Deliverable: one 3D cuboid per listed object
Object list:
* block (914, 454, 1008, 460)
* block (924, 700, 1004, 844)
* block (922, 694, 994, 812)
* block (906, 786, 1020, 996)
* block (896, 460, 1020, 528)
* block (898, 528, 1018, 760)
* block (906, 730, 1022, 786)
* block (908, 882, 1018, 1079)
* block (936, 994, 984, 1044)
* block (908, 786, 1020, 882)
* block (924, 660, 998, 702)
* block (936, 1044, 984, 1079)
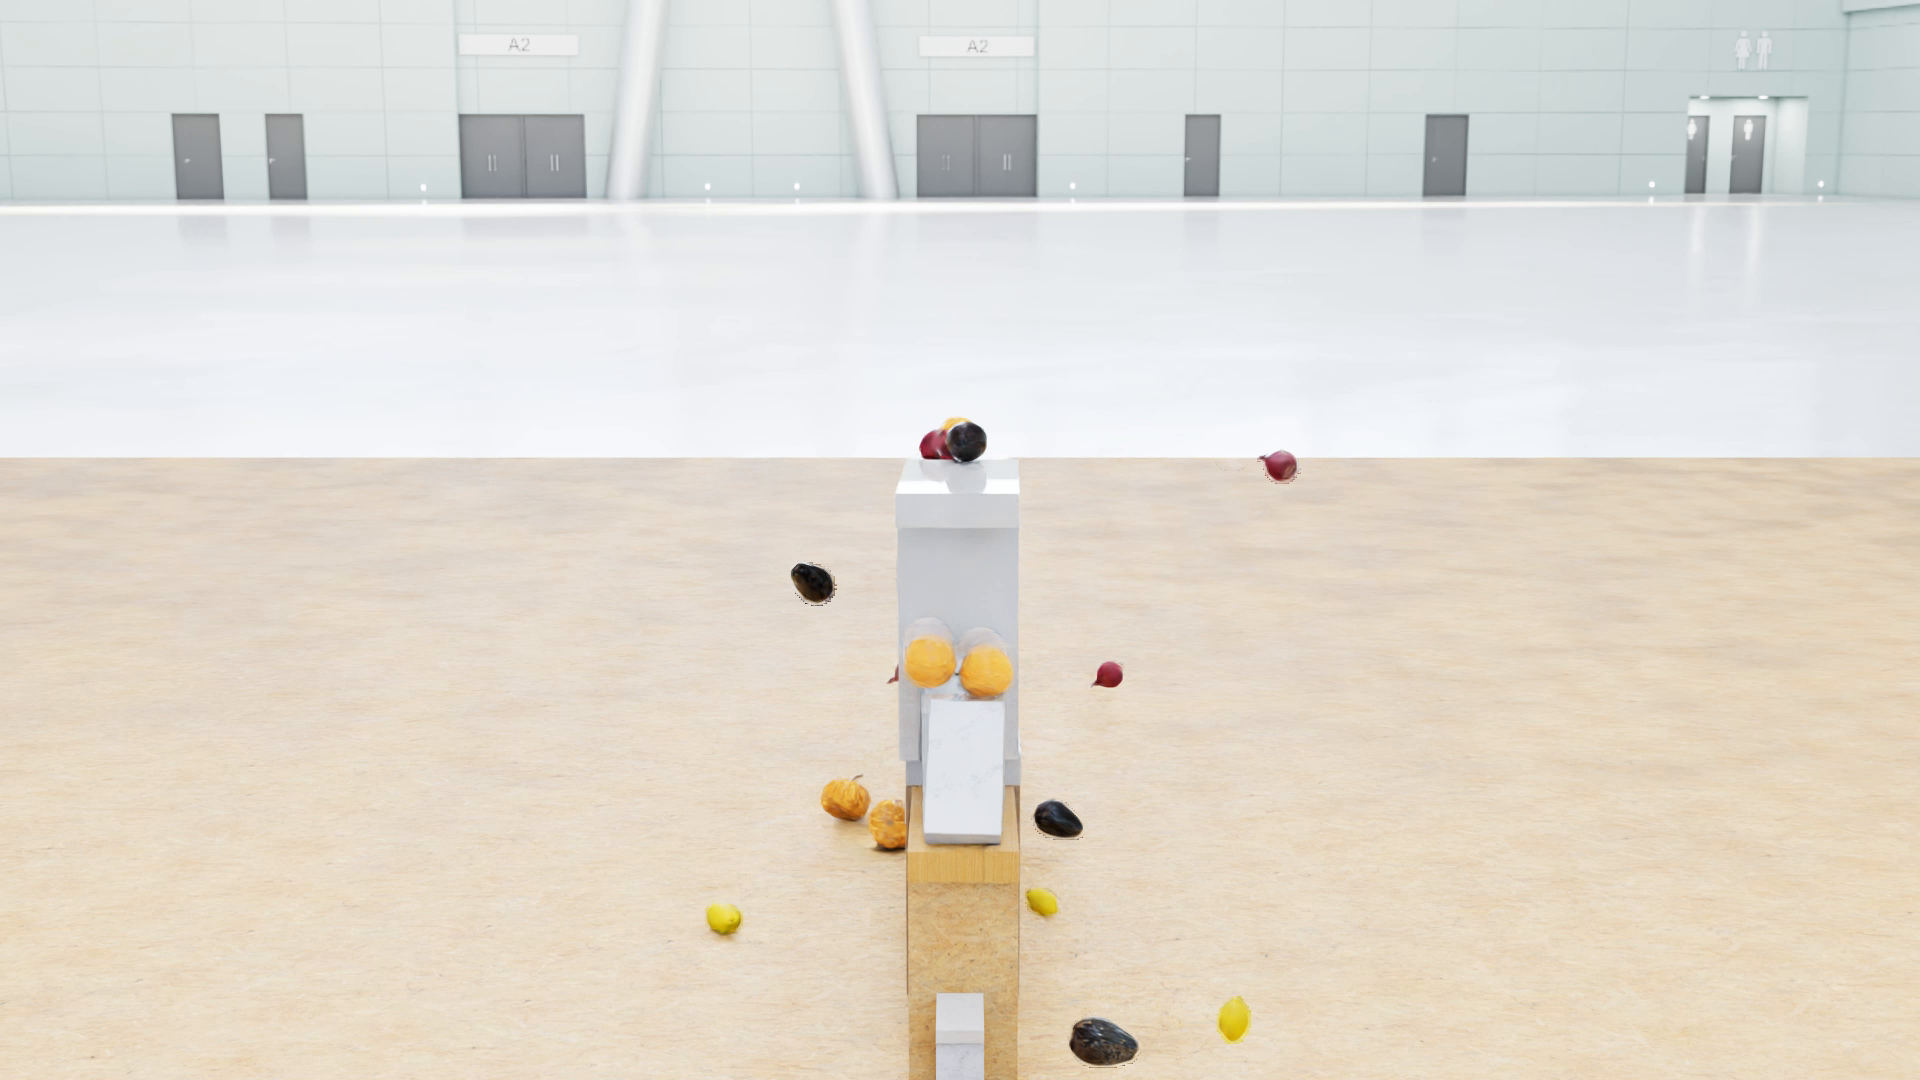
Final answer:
[{"bbox_3d":[0.000,-0.093,3.486,0.153,0.043,0.305,0,11,0],"label":"block"},{"bbox_3d":[0.007,0.308,2.928,0.100,0.028,0.201,1,55,1],"label":"block"},{"bbox_3d":[-0.001,0.301,2.969,0.100,0.028,0.201,0,55,-2],"label":"block"},{"bbox_3d":[0.004,0.503,3.229,0.166,0.331,0.047,0,11,0],"label":"block"},{"bbox_3d":[0.000,-0.069,3.160,0.169,0.048,0.337,0,10,1],"label":"block"},{"bbox_3d":[-0.003,0.139,3.096,0.169,0.337,0.048,0,7,-2],"label":"block"},{"bbox_3d":[0.005,0.297,3.303,0.166,0.047,0.331,0,11,0],"label":"block"},{"bbox_3d":[0.004,0.579,2.936,0.145,0.290,0.041,0,11,0],"label":"block"},{"bbox_3d":[0.000,0.614,2.827,0.061,0.017,0.121,0,11,0],"label":"block"},{"bbox_3d":[0.004,0.399,3.000,0.145,0.041,0.290,0,11,0],"label":"block"},{"bbox_3d":[0.002,0.268,3.046,0.100,0.201,0.028,0,-9,-2],"label":"block"},{"bbox_3d":[0.000,0.690,2.799,0.061,0.121,0.017,0,11,0],"label":"block"}]
